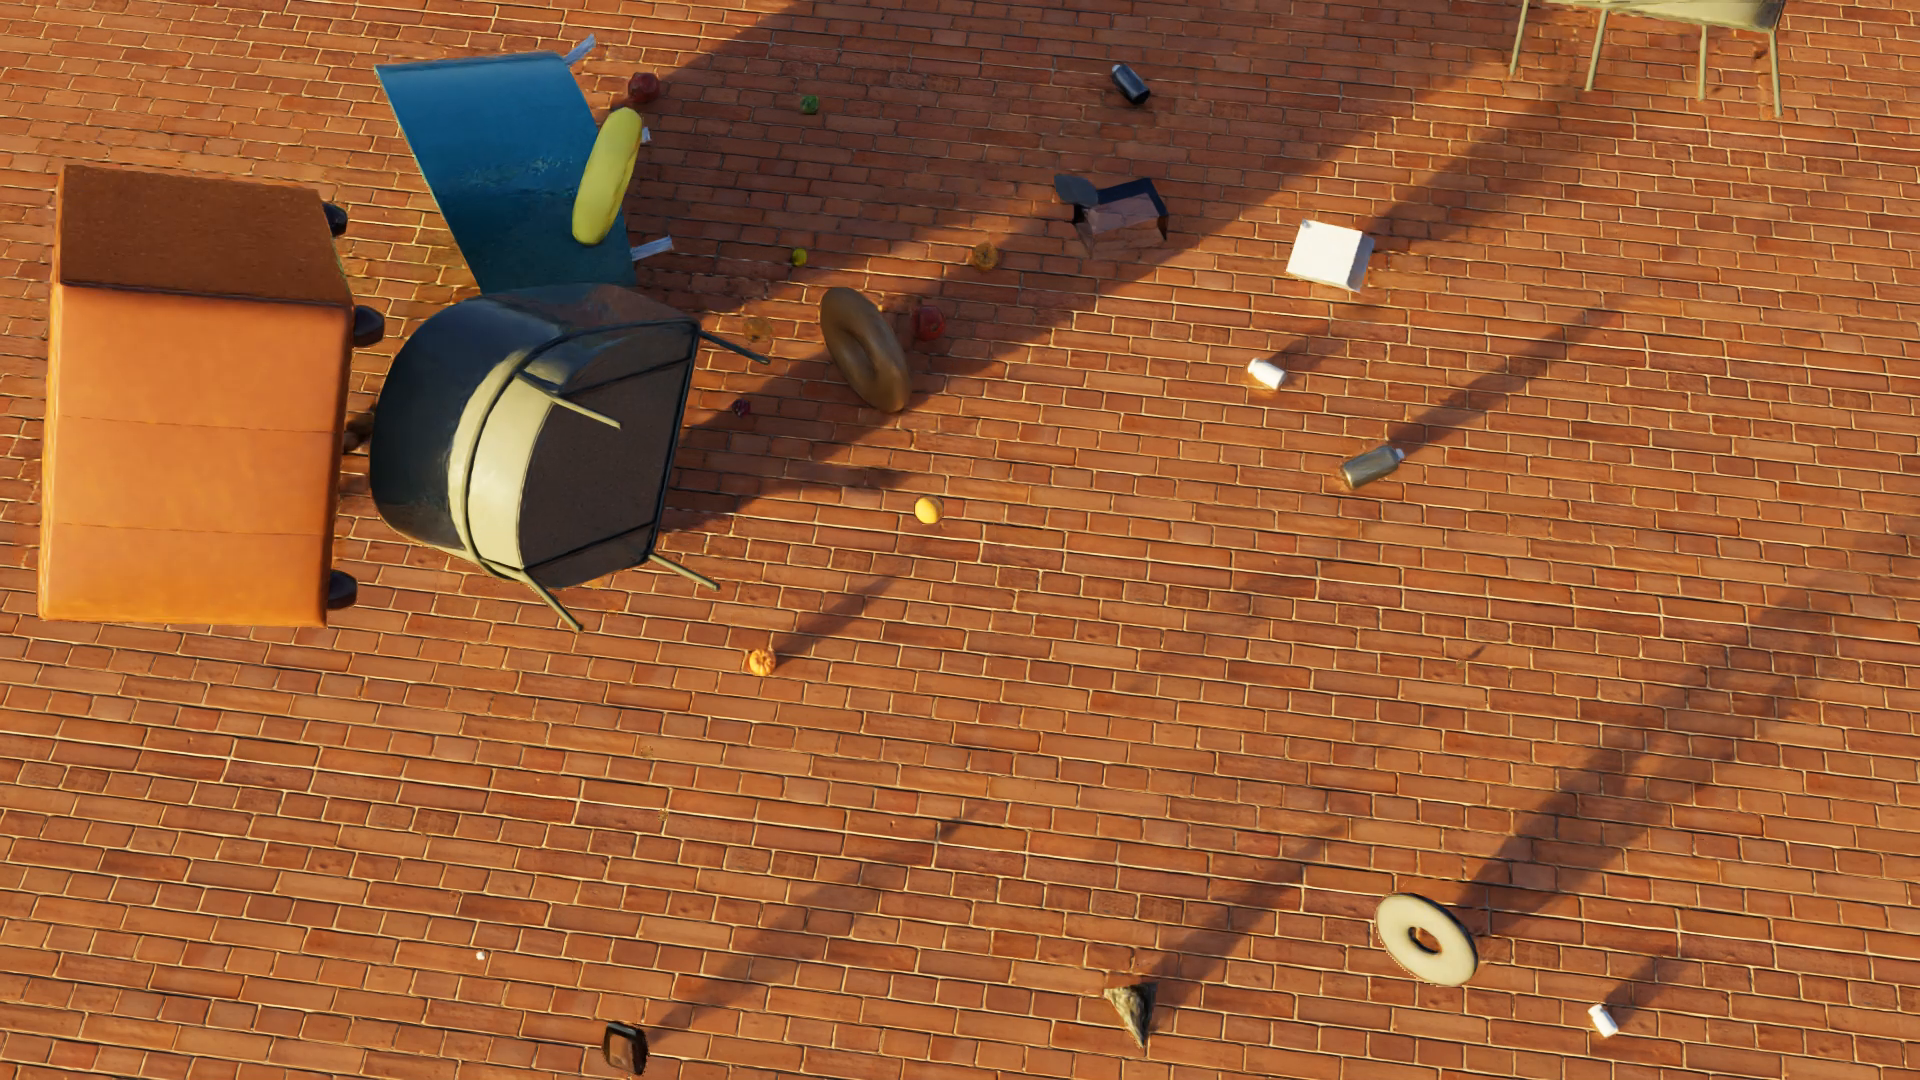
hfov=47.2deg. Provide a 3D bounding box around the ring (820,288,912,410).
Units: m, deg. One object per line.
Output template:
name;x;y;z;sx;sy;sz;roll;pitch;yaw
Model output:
ring;-0.292;-0.586;6.744;0.105;0.373;0.441;-29;68;-22

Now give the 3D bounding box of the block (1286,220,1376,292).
block;1.186;-0.909;7.033;0.213;0.112;0.173;19;94;34

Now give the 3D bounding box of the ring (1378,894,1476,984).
ring;1.209;1.034;5.698;0.295;0.275;0.062;47;54;3

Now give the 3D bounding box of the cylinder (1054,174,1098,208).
cylinder;0.373;-1.126;7.079;0.086;0.070;0.164;4;32;-30

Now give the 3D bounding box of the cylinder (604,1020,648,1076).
cylinder;-0.854;1.297;5.617;0.118;0.121;0.046;4;5;44

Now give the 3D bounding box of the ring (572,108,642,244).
ring;-0.977;-1.006;6.088;0.105;0.235;0.405;19;84;-4

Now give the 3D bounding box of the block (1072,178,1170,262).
block;0.525;-1.048;7.196;0.262;0.136;0.174;-16;58;-11

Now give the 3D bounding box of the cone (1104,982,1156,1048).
cone;0.459;1.240;5.709;0.167;0.088;0.163;0;73;-35
